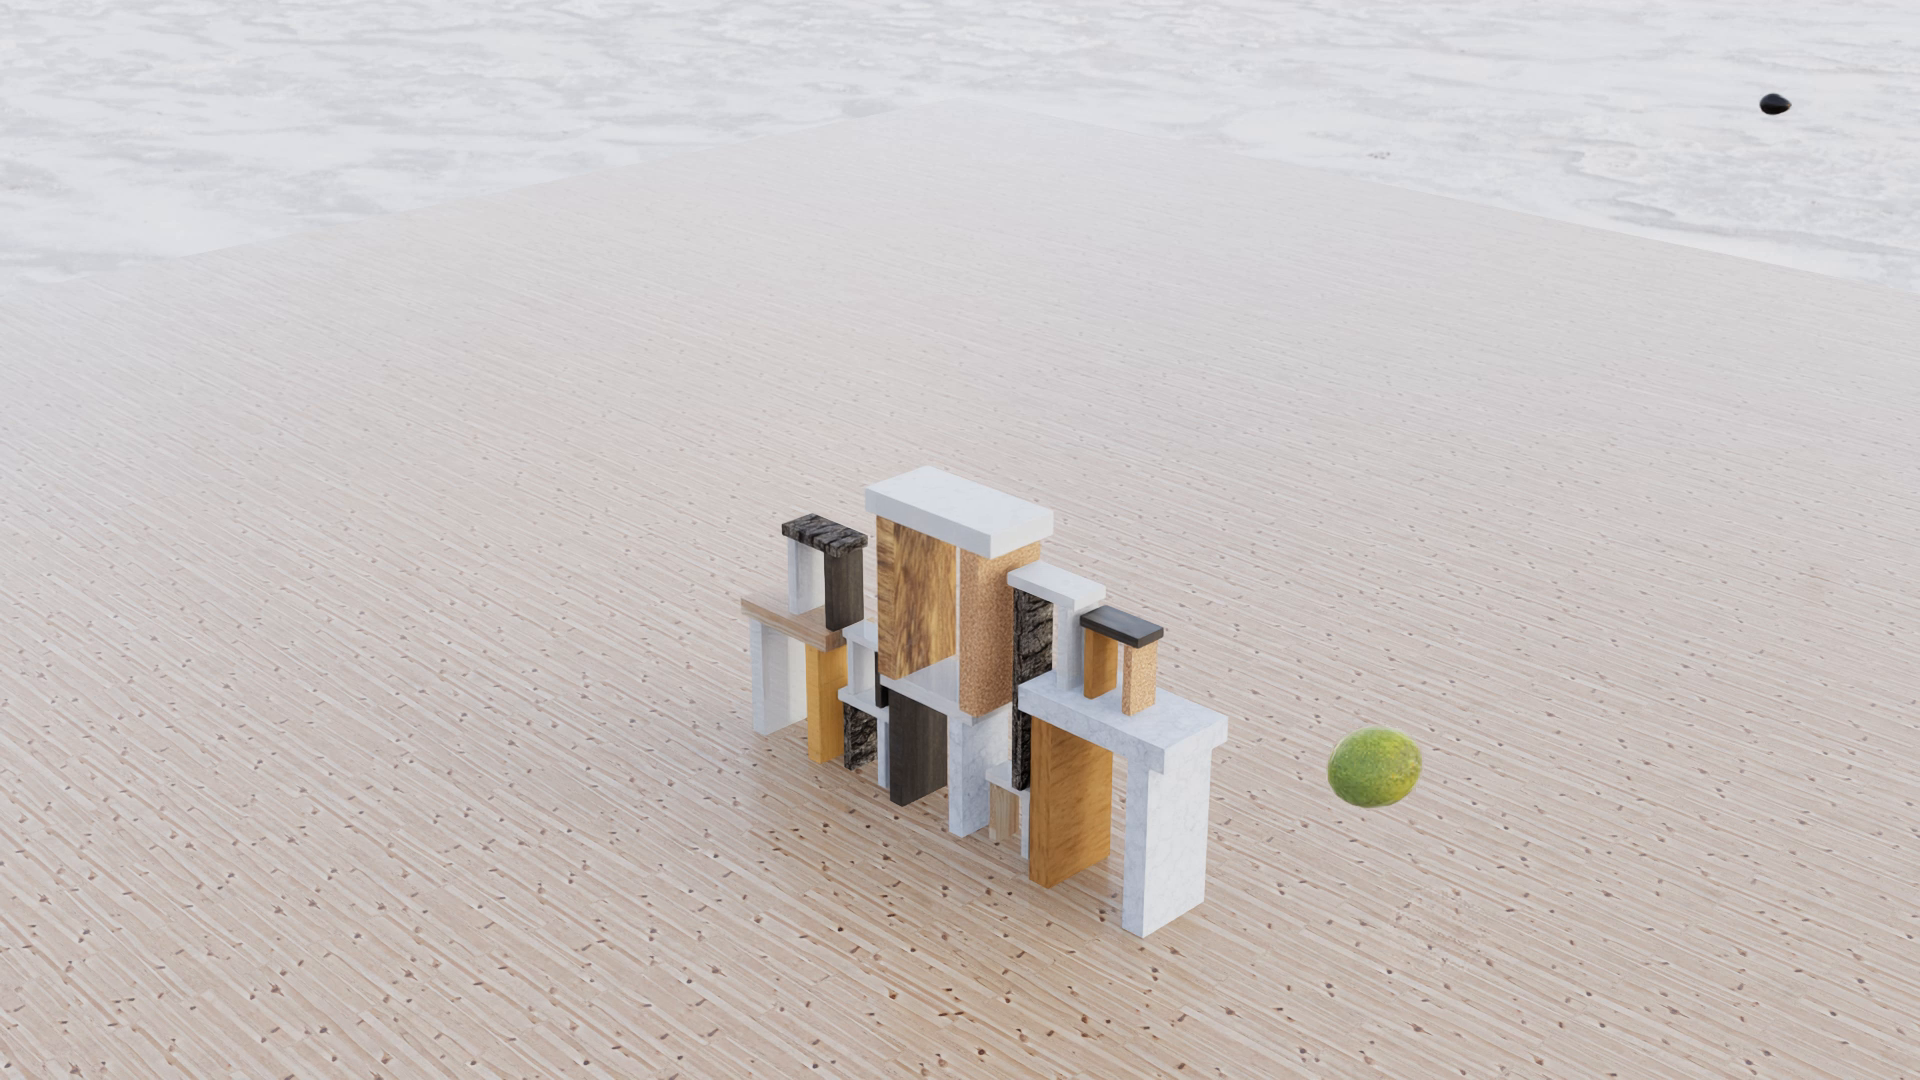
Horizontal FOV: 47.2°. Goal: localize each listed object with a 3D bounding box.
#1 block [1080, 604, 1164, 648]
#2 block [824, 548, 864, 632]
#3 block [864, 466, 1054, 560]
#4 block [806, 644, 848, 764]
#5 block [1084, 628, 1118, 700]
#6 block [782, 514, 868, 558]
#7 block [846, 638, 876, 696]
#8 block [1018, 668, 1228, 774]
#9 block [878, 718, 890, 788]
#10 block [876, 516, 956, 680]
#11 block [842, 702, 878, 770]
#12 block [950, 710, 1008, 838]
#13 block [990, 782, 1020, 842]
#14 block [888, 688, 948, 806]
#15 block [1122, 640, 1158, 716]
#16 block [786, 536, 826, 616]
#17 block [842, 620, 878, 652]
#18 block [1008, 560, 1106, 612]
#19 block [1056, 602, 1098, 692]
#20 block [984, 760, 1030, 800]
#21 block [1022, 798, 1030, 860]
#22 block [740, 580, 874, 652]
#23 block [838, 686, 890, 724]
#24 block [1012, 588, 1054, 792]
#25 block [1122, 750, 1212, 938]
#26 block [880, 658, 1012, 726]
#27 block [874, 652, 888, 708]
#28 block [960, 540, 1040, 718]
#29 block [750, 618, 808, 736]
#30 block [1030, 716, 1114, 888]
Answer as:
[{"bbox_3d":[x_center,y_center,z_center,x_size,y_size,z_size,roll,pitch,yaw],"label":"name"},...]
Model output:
[{"bbox_3d":[0.292,0.156,3.974,0.140,0.020,0.070,21,31,41],"label":"block"},{"bbox_3d":[-0.239,0.095,4.528,0.024,0.171,0.085,21,31,41],"label":"block"},{"bbox_3d":[-0.004,-0.056,4.205,0.340,0.048,0.170,21,31,41],"label":"block"},{"bbox_3d":[-0.260,0.325,4.648,0.038,0.270,0.135,21,31,41],"label":"block"},{"bbox_3d":[0.259,0.217,4.035,0.020,0.139,0.070,21,31,41],"label":"block"},{"bbox_3d":[-0.279,-0.010,4.527,0.171,0.024,0.085,21,31,41],"label":"block"},{"bbox_3d":[-0.204,0.253,4.549,0.018,0.125,0.063,21,31,41],"label":"block"},{"bbox_3d":[0.297,0.318,4.040,0.355,0.050,0.177,21,31,41],"label":"block"},{"bbox_3d":[-0.135,0.428,4.552,0.022,0.156,0.078,21,31,41],"label":"block"},{"bbox_3d":[-0.085,0.091,4.355,0.048,0.340,0.170,21,31,41],"label":"block"},{"bbox_3d":[-0.208,0.400,4.620,0.022,0.156,0.078,21,31,41],"label":"block"},{"bbox_3d":[0.037,0.450,4.370,0.129,0.258,0.037,-21,31,-41],"label":"block"},{"bbox_3d":[0.088,0.527,4.350,0.019,0.131,0.066,21,31,41],"label":"block"},{"bbox_3d":[-0.084,0.402,4.482,0.037,0.258,0.129,21,31,41],"label":"block"},{"bbox_3d":[0.325,0.242,3.975,0.020,0.139,0.070,21,31,41],"label":"block"},{"bbox_3d":[-0.319,0.064,4.602,0.024,0.171,0.086,21,31,41],"label":"block"},{"bbox_3d":[-0.174,0.199,4.494,0.125,0.018,0.063,21,31,41],"label":"block"},{"bbox_3d":[0.178,0.083,4.064,0.169,0.024,0.085,21,31,41],"label":"block"},{"bbox_3d":[0.218,0.188,4.065,0.024,0.169,0.085,21,31,41],"label":"block"},{"bbox_3d":[0.119,0.470,4.292,0.131,0.019,0.066,21,31,41],"label":"block"},{"bbox_3d":[0.150,0.551,4.293,0.019,0.131,0.066,21,31,41],"label":"block"},{"bbox_3d":[-0.324,0.159,4.647,0.270,0.038,0.135,21,31,41],"label":"block"},{"bbox_3d":[-0.171,0.332,4.551,0.156,0.022,0.078,21,31,41],"label":"block"},{"bbox_3d":[0.138,0.274,4.188,0.024,0.424,0.085,21,31,41],"label":"block"},{"bbox_3d":[0.380,0.537,4.042,0.050,0.355,0.177,21,31,41],"label":"block"},{"bbox_3d":[-0.023,0.290,4.368,0.258,0.037,0.129,21,31,41],"label":"block"},{"bbox_3d":[-0.145,0.276,4.495,0.018,0.125,0.063,21,31,41],"label":"block"},{"bbox_3d":[0.076,0.154,4.208,0.170,0.340,0.048,-21,31,-41],"label":"block"},{"bbox_3d":[-0.388,0.276,4.765,0.038,0.270,0.135,21,31,41],"label":"block"},{"bbox_3d":[0.213,0.471,4.196,0.050,0.355,0.177,21,31,41],"label":"block"}]
